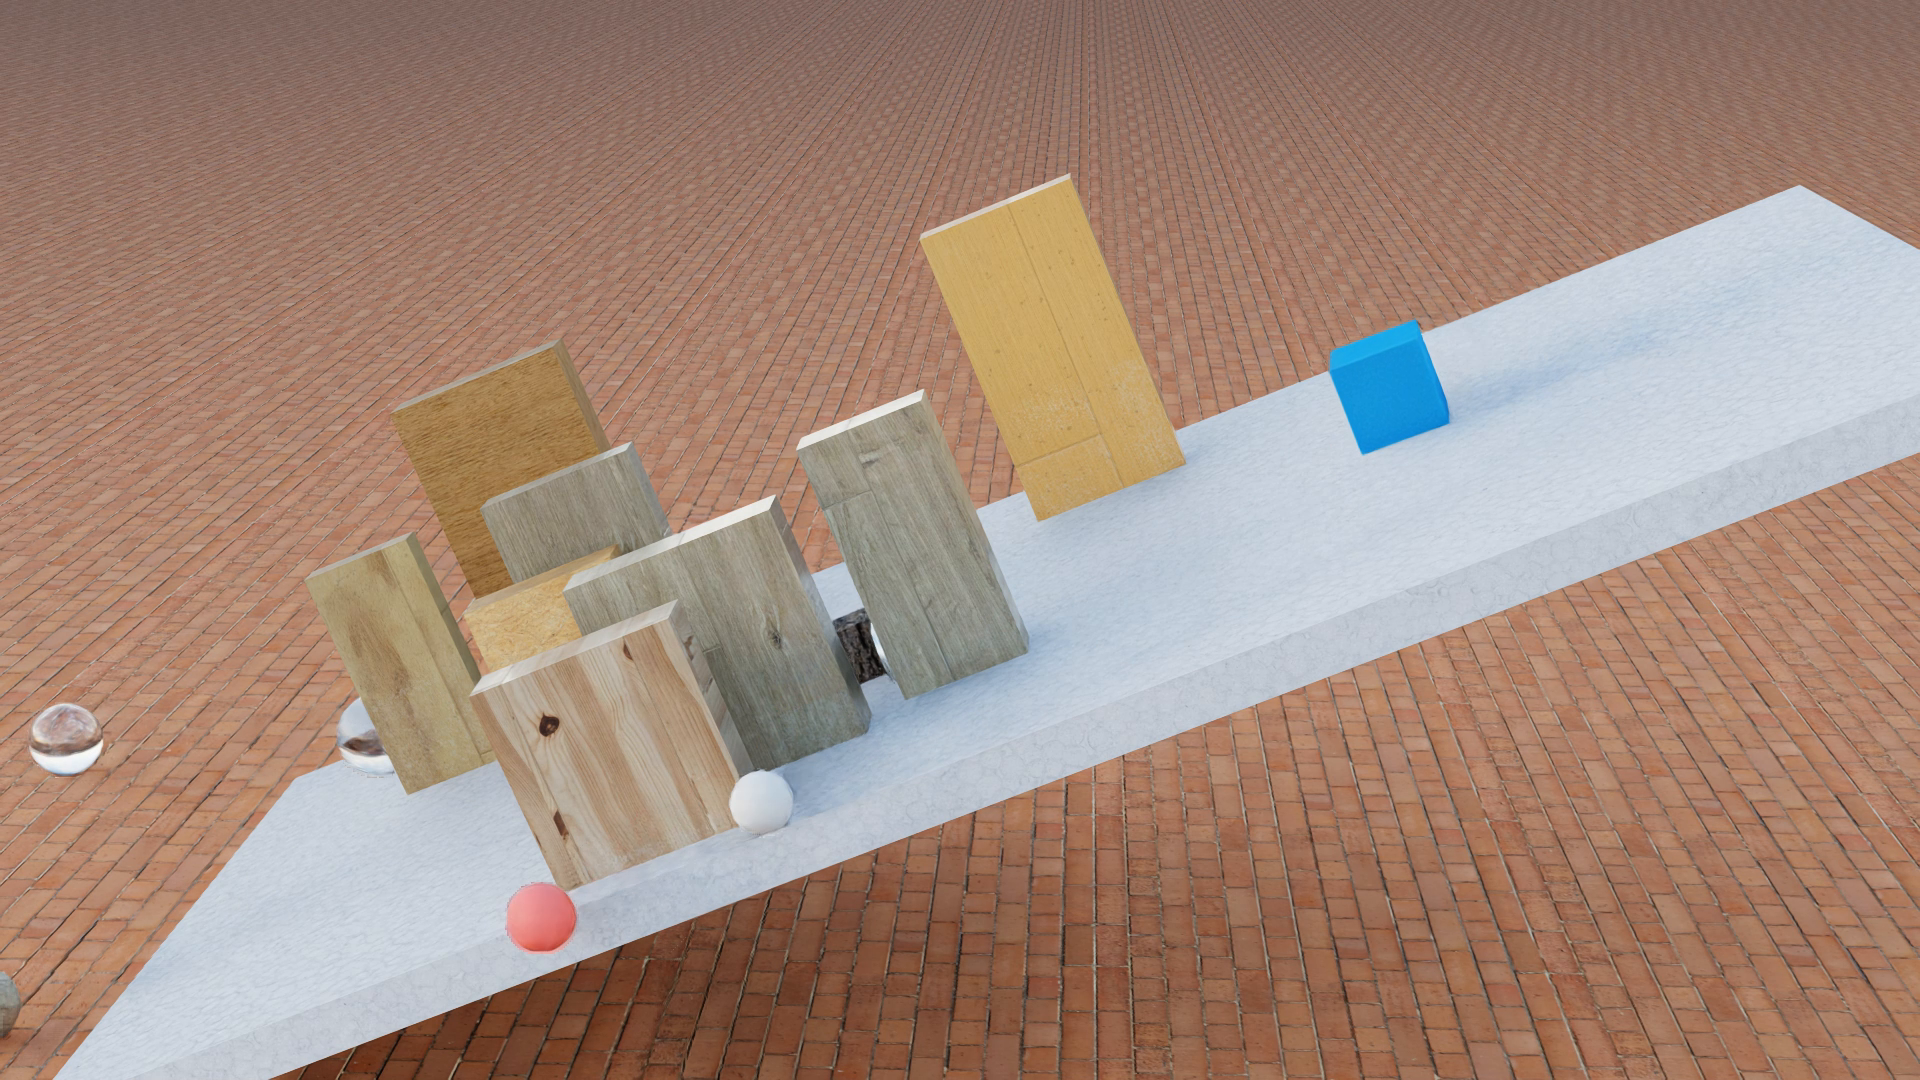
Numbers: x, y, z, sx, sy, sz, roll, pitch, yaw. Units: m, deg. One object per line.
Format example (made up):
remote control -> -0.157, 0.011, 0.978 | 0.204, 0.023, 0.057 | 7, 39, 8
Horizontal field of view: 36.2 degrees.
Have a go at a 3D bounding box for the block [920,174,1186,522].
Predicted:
block -> 0.218, -0.442, 6.809 | 0.371, 0.715, 0.098 | -21, 12, 8

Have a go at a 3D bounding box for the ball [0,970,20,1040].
ball -> -2.042, 0.969, 6.116 | 0.168, 0.168, 0.168 | 0, 14, 0

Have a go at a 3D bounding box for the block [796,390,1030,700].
block -> -0.090, 0.010, 5.833 | 0.265, 0.550, 0.116 | -21, 12, 8

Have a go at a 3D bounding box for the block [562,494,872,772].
block -> -0.473, 0.223, 5.777 | 0.439, 0.484, 0.127 | -21, 12, 8

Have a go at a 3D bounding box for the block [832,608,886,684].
block -> -0.219, 0.227, 6.158 | 0.121, 0.121, 0.121 | -23, 12, -1

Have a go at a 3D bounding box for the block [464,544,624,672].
block -> -0.808, 0.275, 6.293 | 0.340, 0.429, 0.117 | -21, 12, 8

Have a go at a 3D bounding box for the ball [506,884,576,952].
ball -> -0.756, 0.682, 5.312 | 0.124, 0.124, 0.124 | 0, 14, 0

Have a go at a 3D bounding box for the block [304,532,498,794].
block -> -1.268, 0.286, 6.786 | 0.258, 0.556, 0.082 | -21, 12, 8

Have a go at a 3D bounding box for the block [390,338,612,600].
block -> -1.006, -0.036, 7.118 | 0.429, 0.794, 0.130 | -21, 12, 8

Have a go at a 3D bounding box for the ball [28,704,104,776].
ball -> -2.373, 0.529, 7.806 | 0.191, 0.191, 0.191 | 0, 14, 0

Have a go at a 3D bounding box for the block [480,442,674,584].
block -> -0.757, 0.130, 6.413 | 0.346, 0.601, 0.094 | -21, 12, 8

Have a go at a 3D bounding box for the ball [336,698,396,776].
ball -> -1.402, 0.469, 7.094 | 0.200, 0.200, 0.200 | 0, 14, 0

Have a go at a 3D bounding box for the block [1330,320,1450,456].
block -> 0.916, -0.327, 6.281 | 0.195, 0.195, 0.195 | -20, 13, 13

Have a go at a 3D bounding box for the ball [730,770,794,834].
ball -> -0.361, 0.478, 5.358 | 0.117, 0.117, 0.117 | 0, 14, 0

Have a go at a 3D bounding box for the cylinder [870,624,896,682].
cylinder -> -0.099, 0.206, 6.011 | 0.129, 0.129, 0.129 | -22, 13, 6

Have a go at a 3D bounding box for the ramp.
ramp -> 0.126, 0.172, 6.288 | 4.000, 0.100, 2.000 | -21, 12, 8

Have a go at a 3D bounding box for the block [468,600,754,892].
block -> -0.641, 0.389, 5.532 | 0.407, 0.418, 0.136 | -21, 12, 8
